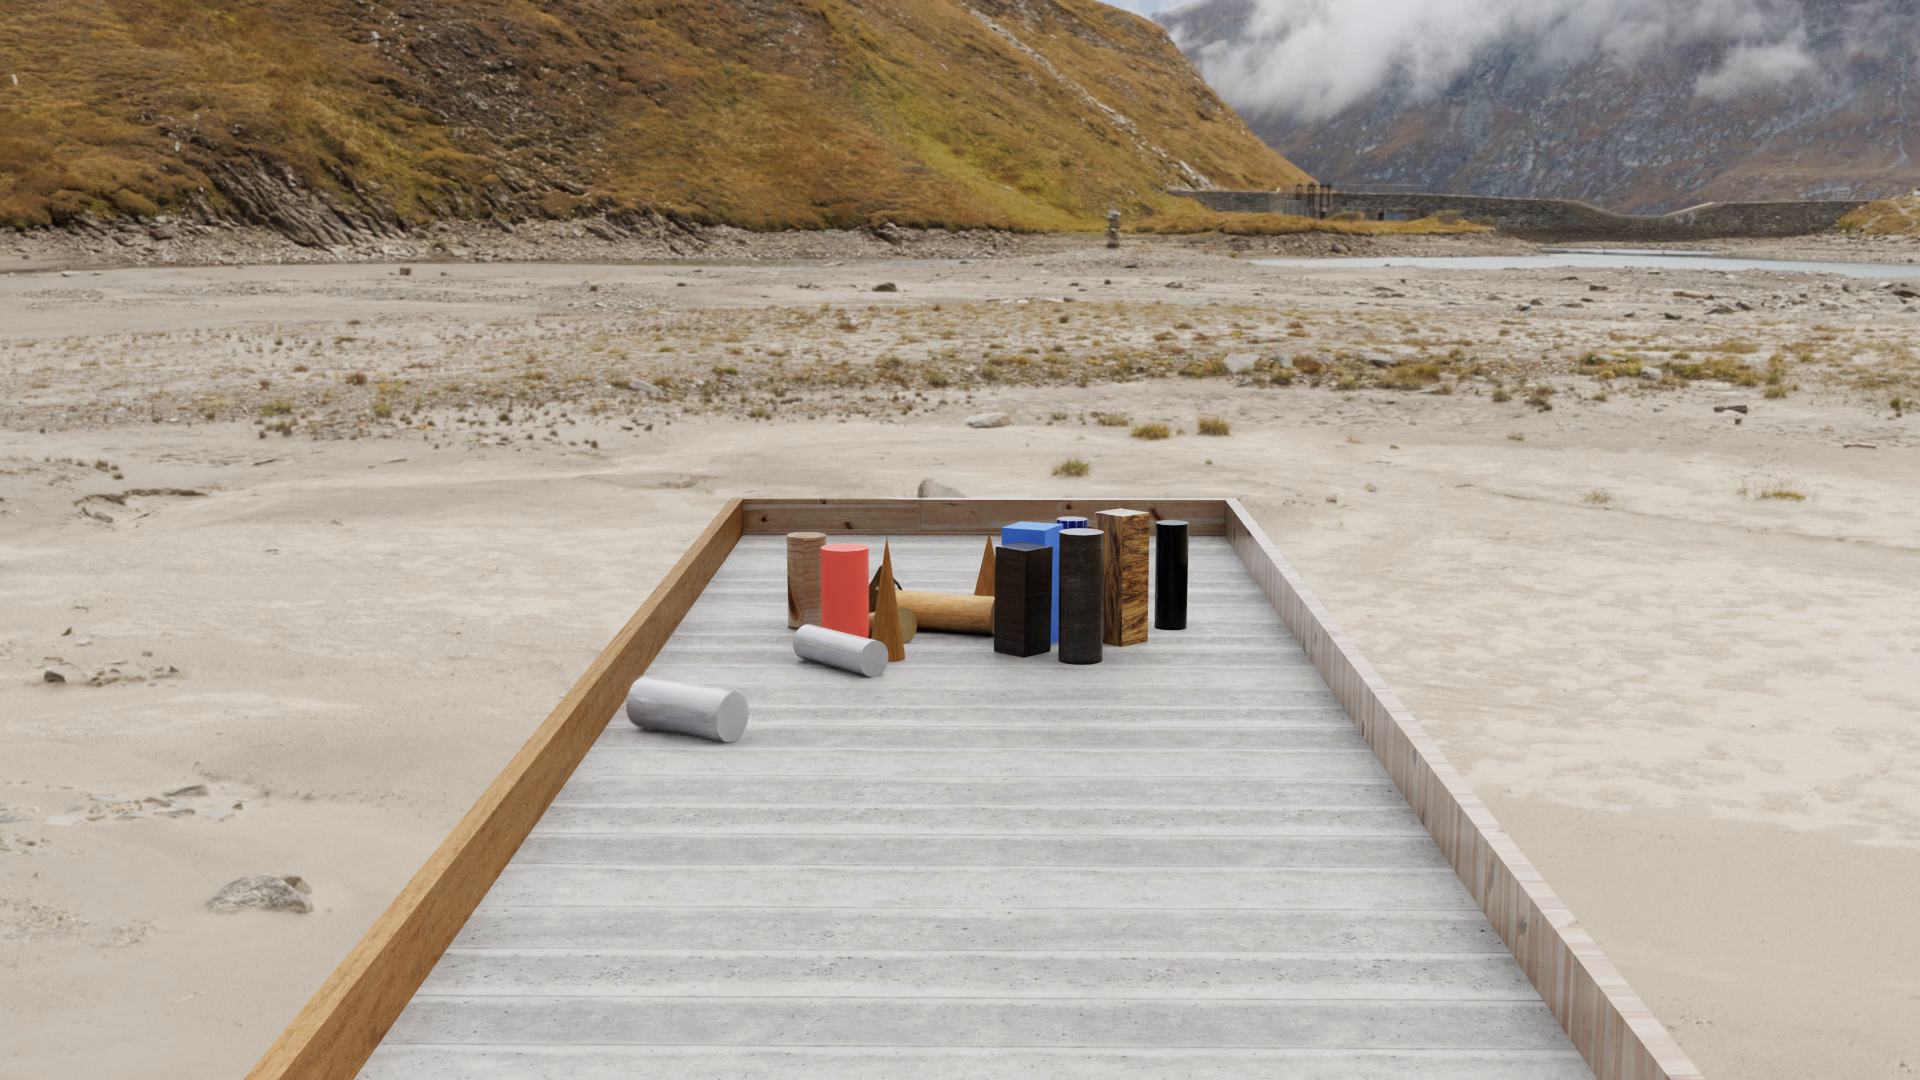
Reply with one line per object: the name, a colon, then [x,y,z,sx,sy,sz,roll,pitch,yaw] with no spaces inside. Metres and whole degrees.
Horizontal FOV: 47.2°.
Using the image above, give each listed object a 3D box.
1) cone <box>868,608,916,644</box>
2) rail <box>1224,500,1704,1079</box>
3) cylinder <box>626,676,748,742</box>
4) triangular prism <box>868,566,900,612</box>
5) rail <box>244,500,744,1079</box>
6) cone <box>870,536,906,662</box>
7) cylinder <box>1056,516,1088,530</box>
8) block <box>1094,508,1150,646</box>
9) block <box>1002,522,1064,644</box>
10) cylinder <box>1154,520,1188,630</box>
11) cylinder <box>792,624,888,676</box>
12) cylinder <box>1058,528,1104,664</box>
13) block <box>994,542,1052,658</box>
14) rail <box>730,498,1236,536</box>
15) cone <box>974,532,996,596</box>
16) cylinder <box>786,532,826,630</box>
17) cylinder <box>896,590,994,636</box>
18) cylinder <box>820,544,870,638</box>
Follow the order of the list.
cone: [-0.326,0.271,7.116,0.116,0.116,0.460,-7,4,-39]
rail: [1.046,0.843,3.208,0.050,0.150,12.000,0,9,1]
cylinder: [-0.718,0.444,5.783,0.311,0.132,0.132,6,11,34]
triangular prism: [-0.239,0.179,7.433,0.154,0.133,0.346,-2,9,-10]
rail: [-1.004,0.839,3.234,0.050,0.150,12.000,0,9,1]
cone: [-0.223,0.172,6.699,0.114,0.381,0.114,0,8,0]
cylinder: [0.367,0.105,7.218,0.101,0.353,0.101,0,9,0]
block: [0.510,0.117,6.948,0.122,0.413,0.122,-8,12,-43]
block: [0.230,0.138,6.952,0.147,0.370,0.147,4,10,26]
cylinder: [0.690,0.115,7.179,0.108,0.346,0.108,0,9,0]
cylinder: [-0.359,0.329,6.581,0.108,0.108,0.328,-8,12,-40]
cylinder: [0.367,0.170,6.669,0.134,0.396,0.134,0,9,0]
block: [0.195,0.183,6.793,0.125,0.331,0.125,10,13,42]
rail: [0.099,-0.098,9.147,2.100,0.150,0.050,0,9,1]
cone: [0.096,0.127,7.208,0.149,0.312,0.149,0,9,0]
cylinder: [-0.501,0.134,7.193,0.129,0.304,0.129,0,9,0]
cylinder: [-0.062,0.234,7.137,0.388,0.124,0.124,3,10,21]
cylinder: [-0.362,0.175,6.920,0.150,0.307,0.150,0,9,0]
